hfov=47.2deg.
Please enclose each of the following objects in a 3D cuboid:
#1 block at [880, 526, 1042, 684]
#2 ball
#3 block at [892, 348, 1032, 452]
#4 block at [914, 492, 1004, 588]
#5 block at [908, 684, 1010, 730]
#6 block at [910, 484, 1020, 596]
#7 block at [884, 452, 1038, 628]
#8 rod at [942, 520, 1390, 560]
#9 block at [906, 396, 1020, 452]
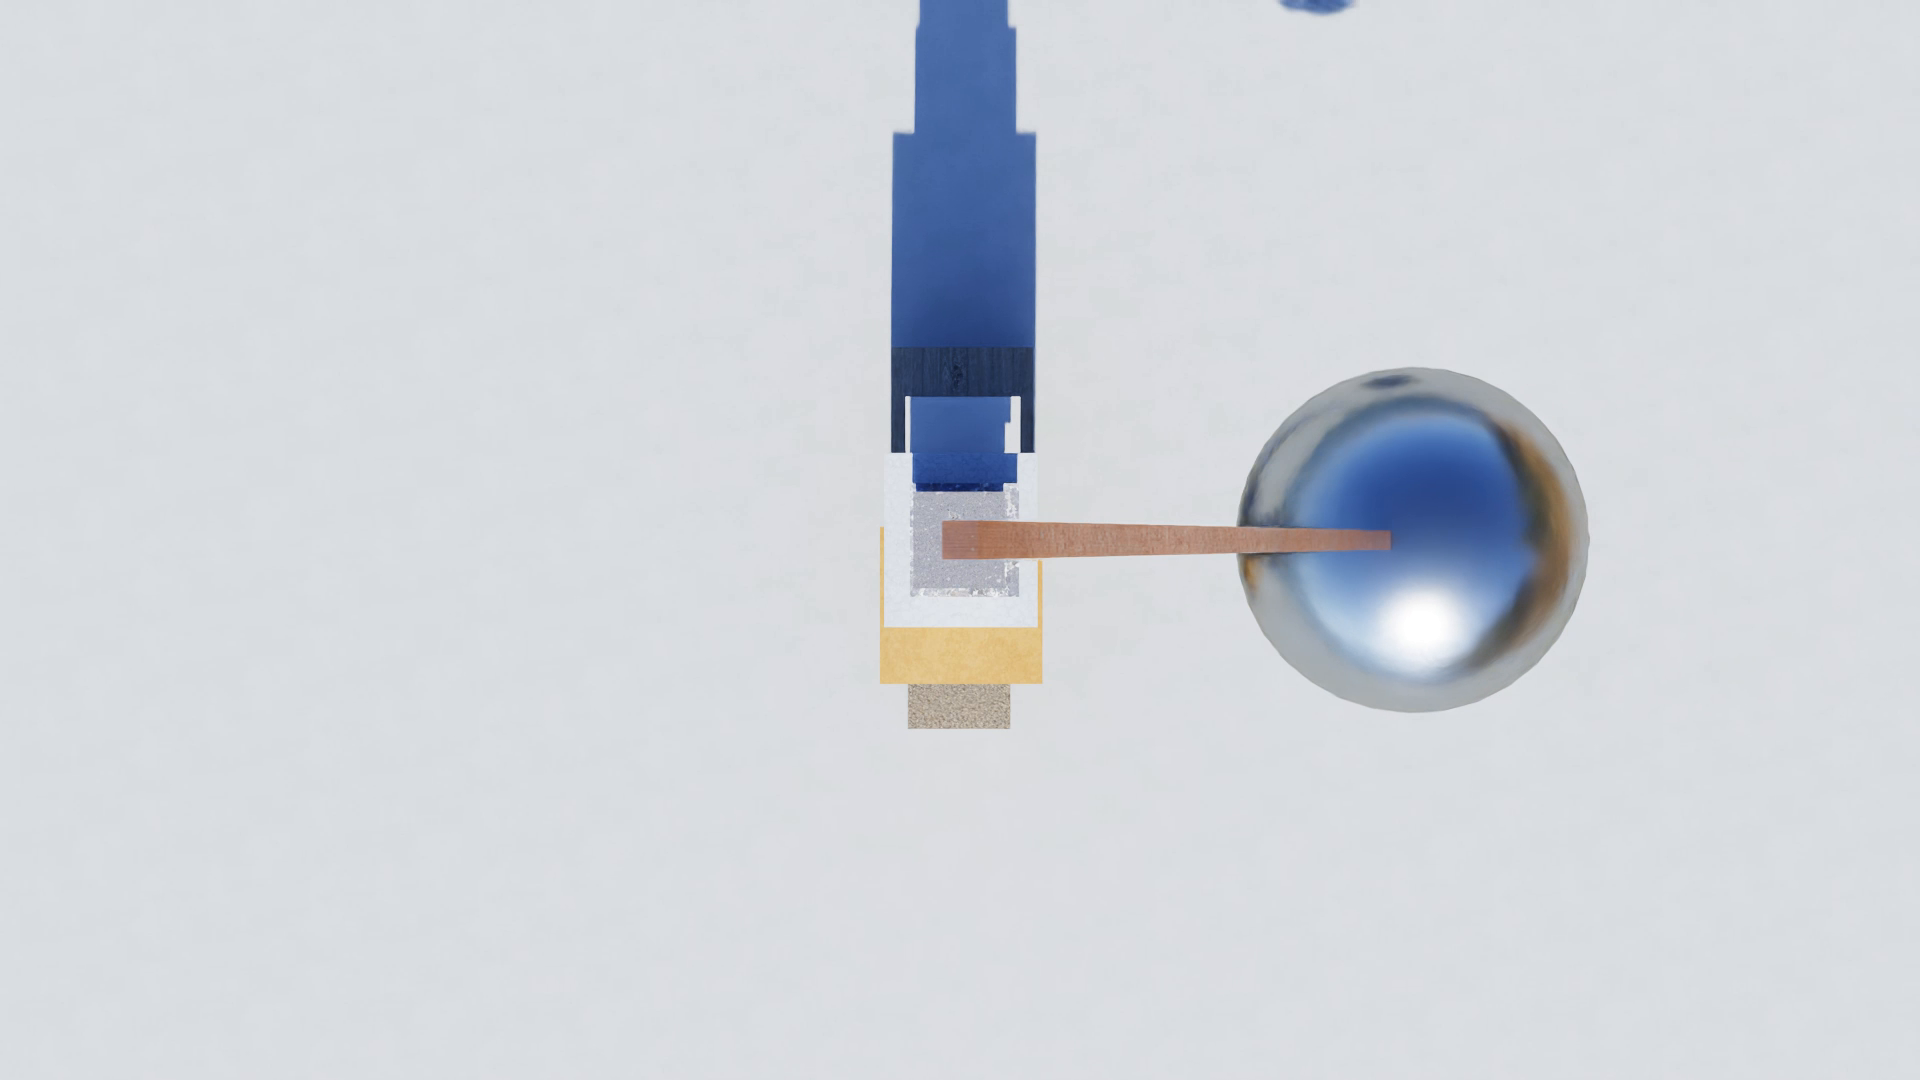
[{"bbox_3d":[0.007,0.343,11.902,0.854,0.716,0.824,0,90,0],"label":"block"},{"bbox_3d":[2.074,0.000,10.141,1.600,1.600,1.600,0,90,0],"label":"ball"},{"bbox_3d":[0.012,-0.661,12.585,0.783,0.830,0.811,0,90,0],"label":"block"},{"bbox_3d":[-0.004,0.000,9.072,0.368,0.442,0.389,0,90,0],"label":"block"},{"bbox_3d":[-0.004,0.768,12.707,0.580,0.586,0.597,0,90,0],"label":"block"},{"bbox_3d":[0.019,0.000,9.504,0.461,0.421,0.480,0,90,0],"label":"block"},{"bbox_3d":[0.004,0.000,10.077,0.677,0.724,0.769,0,90,0],"label":"block"},{"bbox_3d":[0.899,0.000,6.950,0.080,5.200,0.080,0,90,20],"label":"rod"},{"bbox_3d":[0.015,-0.417,11.877,0.603,0.586,0.677,0,90,0],"label":"block"}]
